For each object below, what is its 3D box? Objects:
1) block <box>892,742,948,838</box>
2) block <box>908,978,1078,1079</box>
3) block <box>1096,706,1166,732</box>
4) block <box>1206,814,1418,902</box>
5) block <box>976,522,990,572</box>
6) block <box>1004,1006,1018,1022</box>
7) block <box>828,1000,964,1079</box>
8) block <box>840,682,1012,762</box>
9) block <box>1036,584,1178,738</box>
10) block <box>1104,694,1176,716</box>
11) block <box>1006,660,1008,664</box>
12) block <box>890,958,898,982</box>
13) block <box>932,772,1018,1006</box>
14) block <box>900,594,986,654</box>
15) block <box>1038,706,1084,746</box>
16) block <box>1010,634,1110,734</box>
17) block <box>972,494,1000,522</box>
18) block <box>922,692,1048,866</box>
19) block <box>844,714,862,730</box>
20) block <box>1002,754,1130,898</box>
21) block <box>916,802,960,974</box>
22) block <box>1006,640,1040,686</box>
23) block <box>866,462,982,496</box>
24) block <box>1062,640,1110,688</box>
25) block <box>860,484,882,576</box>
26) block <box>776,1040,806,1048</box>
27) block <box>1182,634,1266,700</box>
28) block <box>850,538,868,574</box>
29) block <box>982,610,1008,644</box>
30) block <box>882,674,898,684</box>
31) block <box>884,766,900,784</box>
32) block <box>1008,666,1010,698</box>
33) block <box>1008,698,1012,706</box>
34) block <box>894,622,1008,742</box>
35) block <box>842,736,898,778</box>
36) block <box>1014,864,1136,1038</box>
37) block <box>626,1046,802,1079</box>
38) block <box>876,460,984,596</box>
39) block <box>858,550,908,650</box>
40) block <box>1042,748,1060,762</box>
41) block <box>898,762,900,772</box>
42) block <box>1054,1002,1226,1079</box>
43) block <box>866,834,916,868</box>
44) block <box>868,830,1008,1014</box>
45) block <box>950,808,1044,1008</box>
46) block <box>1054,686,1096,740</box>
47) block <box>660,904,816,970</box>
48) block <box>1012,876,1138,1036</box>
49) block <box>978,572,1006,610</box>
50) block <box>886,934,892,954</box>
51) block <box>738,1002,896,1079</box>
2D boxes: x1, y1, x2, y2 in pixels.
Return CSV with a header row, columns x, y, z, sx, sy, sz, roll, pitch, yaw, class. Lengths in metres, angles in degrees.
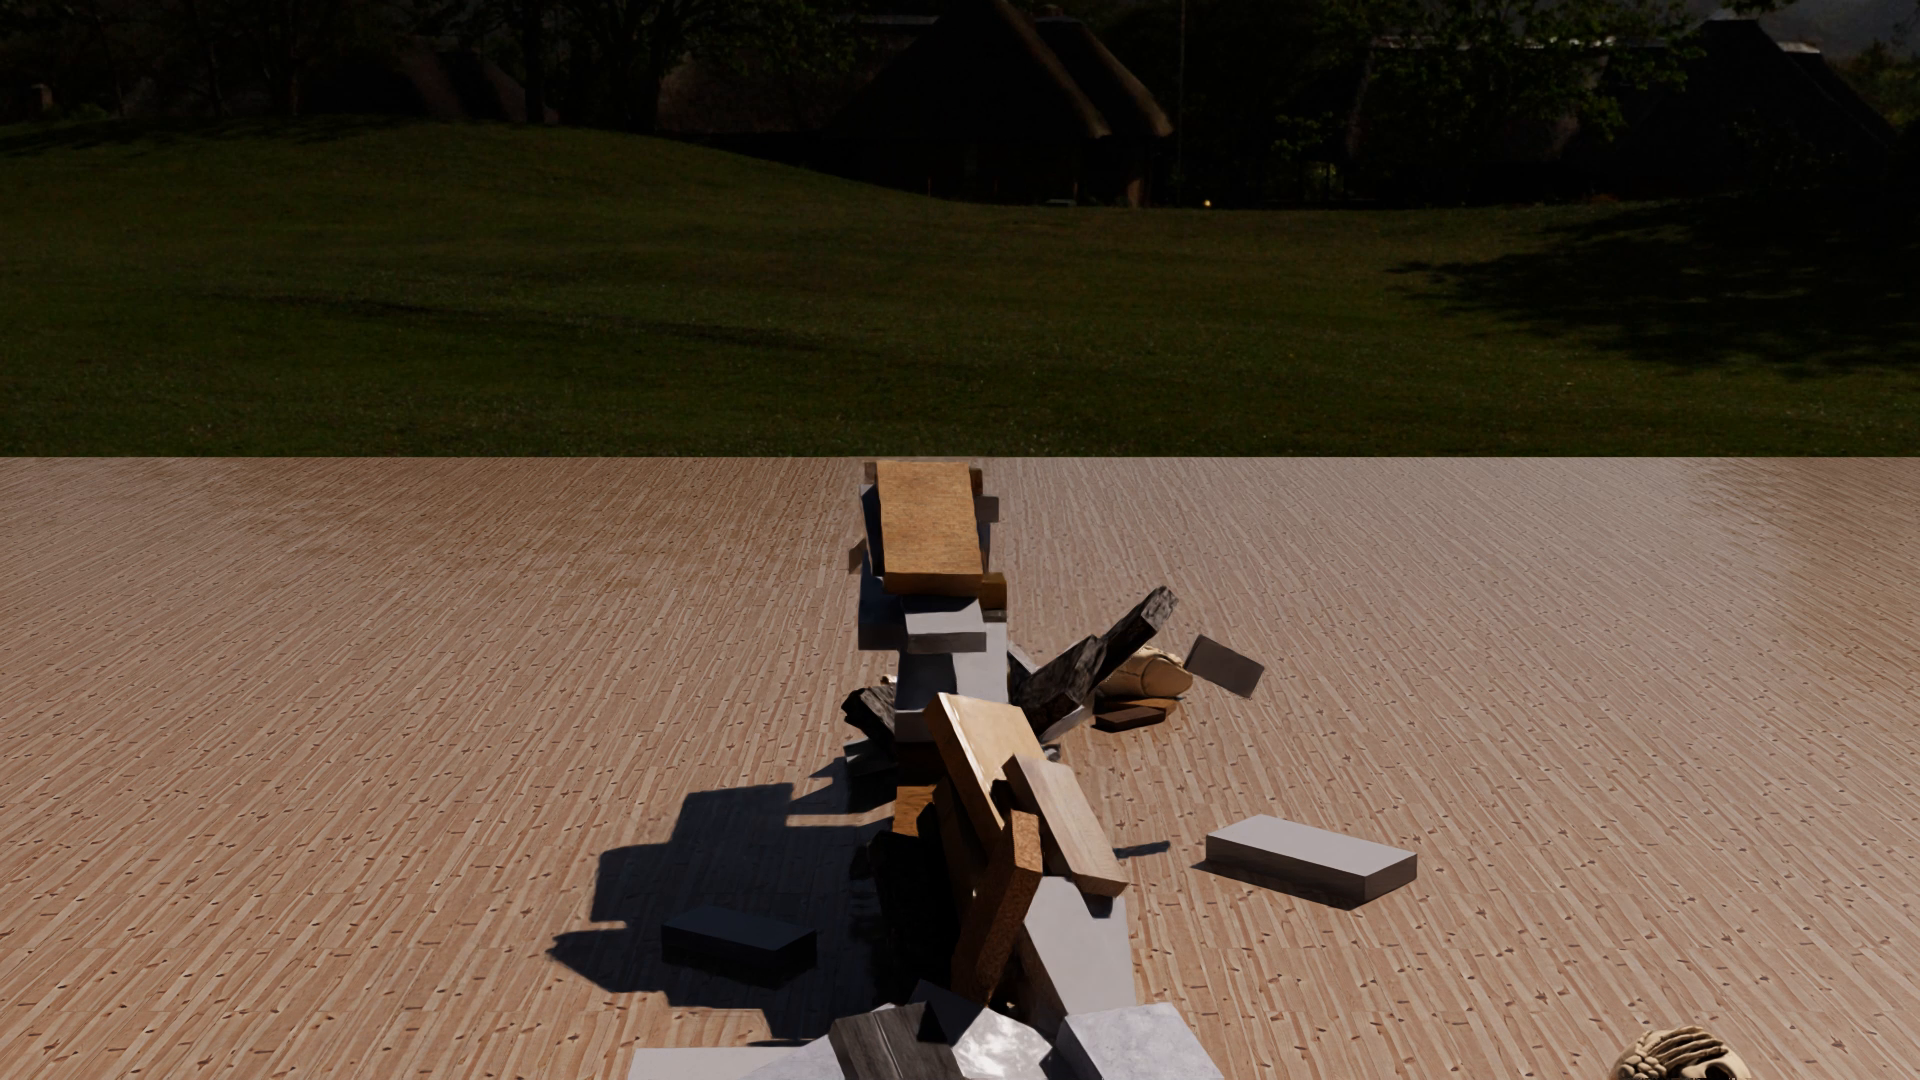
x,y,z,sx,sy,sz,roll,pitch,yaw,class
-0.020,0.397,3.374,0.150,0.043,0.301,0,27,3,block
0.075,0.657,2.682,0.314,0.044,0.157,24,21,-2,block
0.366,0.384,4.726,0.139,0.020,0.069,-8,13,-36,block
0.603,0.545,3.786,0.324,0.046,0.162,10,14,42,block
-0.029,0.016,4.108,0.166,0.047,0.331,-1,-8,0,block
0.137,0.664,2.926,0.141,0.040,0.282,29,13,18,block
-0.049,0.649,2.519,0.123,0.035,0.246,-5,46,-27,block
-0.027,0.344,4.430,0.155,0.044,0.525,45,24,22,block
0.238,0.264,4.277,0.449,0.046,0.162,-44,1,29,block
0.397,0.364,4.834,0.141,0.020,0.071,5,12,24,block
-0.002,0.381,3.859,0.171,0.341,0.048,0,10,0,block
-0.034,0.630,3.027,0.074,0.021,0.148,-17,52,-17,block
0.067,0.488,3.052,0.157,0.044,0.376,19,32,-24,block
-0.031,0.120,3.633,0.125,0.035,0.250,-1,21,-4,block
0.200,0.378,4.512,0.020,0.069,0.139,40,26,18,block
0.151,0.304,4.169,0.310,0.044,0.155,-38,16,48,block
-0.045,-0.065,4.102,0.164,0.047,0.329,0,4,-12,block
0.070,0.354,3.160,0.157,0.044,0.313,13,34,-34,block
-0.150,0.383,4.413,0.153,0.022,0.076,24,6,20,block
0.146,0.398,3.078,0.110,0.031,0.220,17,33,-39,block
0.031,0.501,3.092,0.141,0.040,0.282,18,34,-26,block
0.131,0.281,4.746,0.155,0.044,0.311,45,3,10,block
-0.072,-0.116,4.153,0.164,0.047,0.329,0,4,-11,block
0.265,0.300,4.970,0.109,0.031,0.219,44,20,6,block
-0.110,-0.020,3.822,0.110,0.031,0.220,-2,38,-8,block
-0.275,0.732,2.803,0.132,0.037,0.363,7,12,32,block
0.488,0.235,4.062,0.139,0.069,0.020,26,1,-15,block
-0.100,0.013,4.365,0.164,0.047,0.328,3,-14,-16,block
-0.002,0.148,3.956,0.171,0.048,0.341,0,3,0,block
-0.088,0.314,4.504,0.141,0.020,0.071,10,33,-37,block
-0.117,0.459,4.335,0.050,0.014,0.101,1,11,7,block
-0.004,0.394,3.744,0.178,0.355,0.050,0,8,0,block
-0.004,0.436,3.603,0.178,0.355,0.050,0,-22,0,block
-0.012,0.229,3.606,0.178,0.050,0.355,0,21,1,block
-0.180,0.427,4.389,0.096,0.027,0.193,-13,9,-4,block
0.152,0.570,2.921,0.157,0.044,0.313,24,30,-17,block
-0.289,0.693,2.808,0.265,0.037,0.132,0,11,-1,block
-0.056,-0.023,3.763,0.162,0.046,0.324,1,36,-6,block
-0.089,0.100,3.802,0.166,0.047,0.331,0,21,-1,block
0.133,0.442,4.411,0.071,0.020,0.141,7,13,33,block
-0.099,0.439,4.362,0.050,0.014,0.101,0,11,-3,block
0.259,0.692,2.637,0.157,0.044,0.331,-2,32,-28,block
-0.081,0.495,3.167,0.074,0.021,0.149,-9,46,-13,block
-0.029,0.551,3.045,0.141,0.040,0.330,16,35,-27,block
0.044,0.480,2.785,0.035,0.250,0.125,16,25,-9,block
0.231,0.345,4.681,0.031,0.109,0.219,10,14,24,block
-0.345,0.618,3.432,0.220,0.031,0.110,6,12,31,block
0.138,0.544,2.863,0.125,0.035,0.250,10,36,-36,block
-0.001,0.093,4.101,0.166,0.047,0.348,0,2,-1,block
-0.020,0.623,3.124,0.129,0.037,0.258,-7,32,-9,block
-0.153,0.672,2.719,0.265,0.037,0.132,-21,31,-33,block
